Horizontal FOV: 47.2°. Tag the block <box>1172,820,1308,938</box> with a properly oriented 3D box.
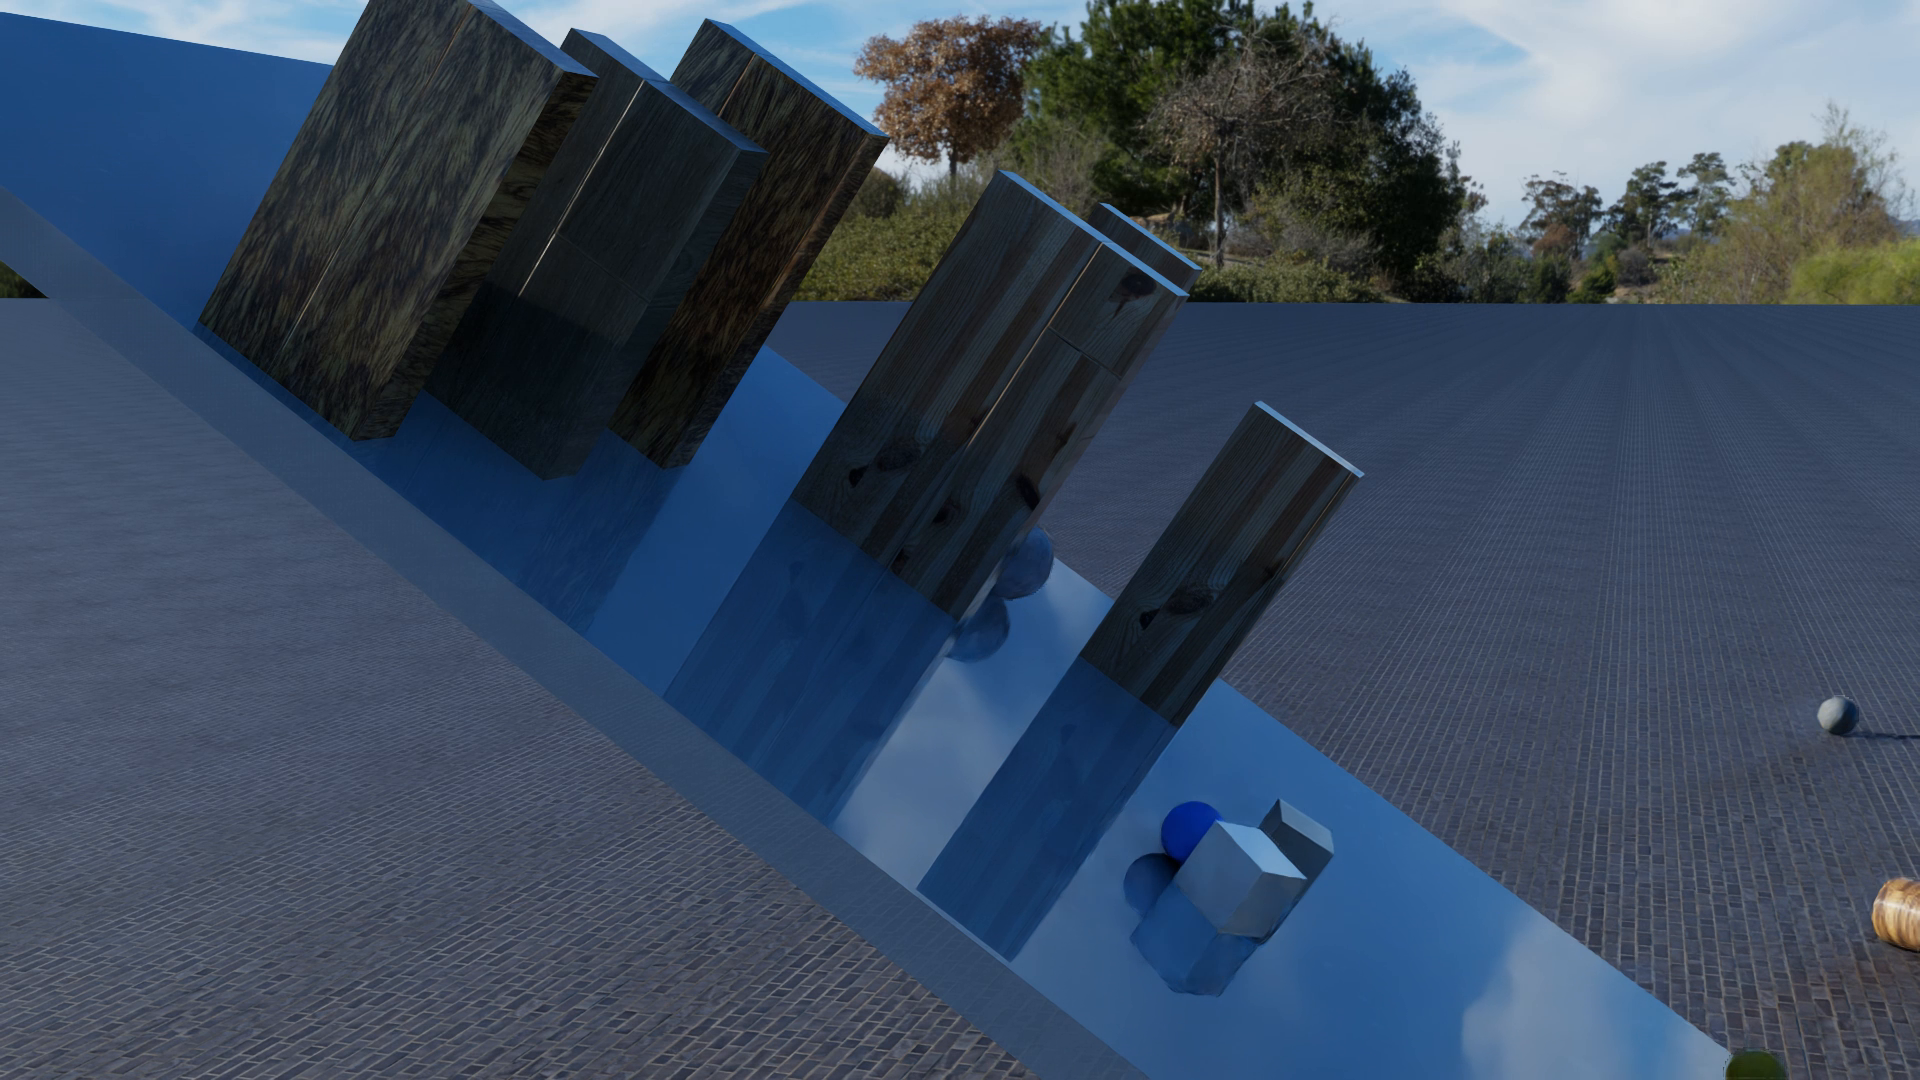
[{"bbox_3d":[0.466,0.567,3.669,0.130,0.130,0.130,18,22,-46],"label":"block"}]

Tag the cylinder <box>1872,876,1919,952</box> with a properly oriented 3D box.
[{"bbox_3d":[2.635,1.034,6.013,0.186,0.186,0.186,-4,8,-30],"label":"cylinder"}]

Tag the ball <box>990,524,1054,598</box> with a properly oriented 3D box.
[{"bbox_3d":[0.107,0.036,4.492,0.167,0.167,0.167,0,7,0],"label":"ball"}]

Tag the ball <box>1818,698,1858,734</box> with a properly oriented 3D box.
[{"bbox_3d":[3.540,0.710,8.868,0.150,0.150,0.150,0,7,0],"label":"ball"}]

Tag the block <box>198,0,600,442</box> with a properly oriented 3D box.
[{"bbox_3d":[-0.846,-0.508,3.295,0.320,0.647,0.111,36,15,10],"label":"block"}]

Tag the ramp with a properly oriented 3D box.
[{"bbox_3d":[-0.110,0.189,4.091,4.000,0.100,2.000,36,15,10],"label":"ramp"}]

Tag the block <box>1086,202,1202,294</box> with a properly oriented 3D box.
[{"bbox_3d":[0.200,-0.335,4.706,0.247,0.751,0.093,36,15,10],"label":"block"}]

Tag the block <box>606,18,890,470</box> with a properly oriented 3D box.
[{"bbox_3d":[-0.477,-0.530,3.986,0.369,0.716,0.114,36,15,10],"label":"block"}]

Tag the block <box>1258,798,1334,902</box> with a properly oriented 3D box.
[{"bbox_3d":[0.596,0.562,3.985,0.112,0.112,0.112,33,15,-3],"label":"block"}]

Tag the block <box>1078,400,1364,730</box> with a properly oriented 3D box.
[{"bbox_3d":[0.521,0.052,4.415,0.253,0.626,0.087,36,15,10],"label":"block"}]

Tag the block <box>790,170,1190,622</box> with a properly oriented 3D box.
[{"bbox_3d":[0.050,-0.272,4.206,0.415,0.751,0.112,36,15,10],"label":"block"}]

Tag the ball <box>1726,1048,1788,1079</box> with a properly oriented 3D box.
[{"bbox_3d":[1.604,1.085,4.430,0.117,0.117,0.117,0,7,0],"label":"ball"}]

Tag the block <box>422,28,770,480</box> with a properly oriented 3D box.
[{"bbox_3d":[-0.633,-0.463,3.609,0.351,0.639,0.120,36,15,10],"label":"block"}]

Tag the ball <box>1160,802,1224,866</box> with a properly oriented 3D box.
[{"bbox_3d":[0.400,0.505,3.756,0.115,0.115,0.115,0,7,0],"label":"ball"}]
